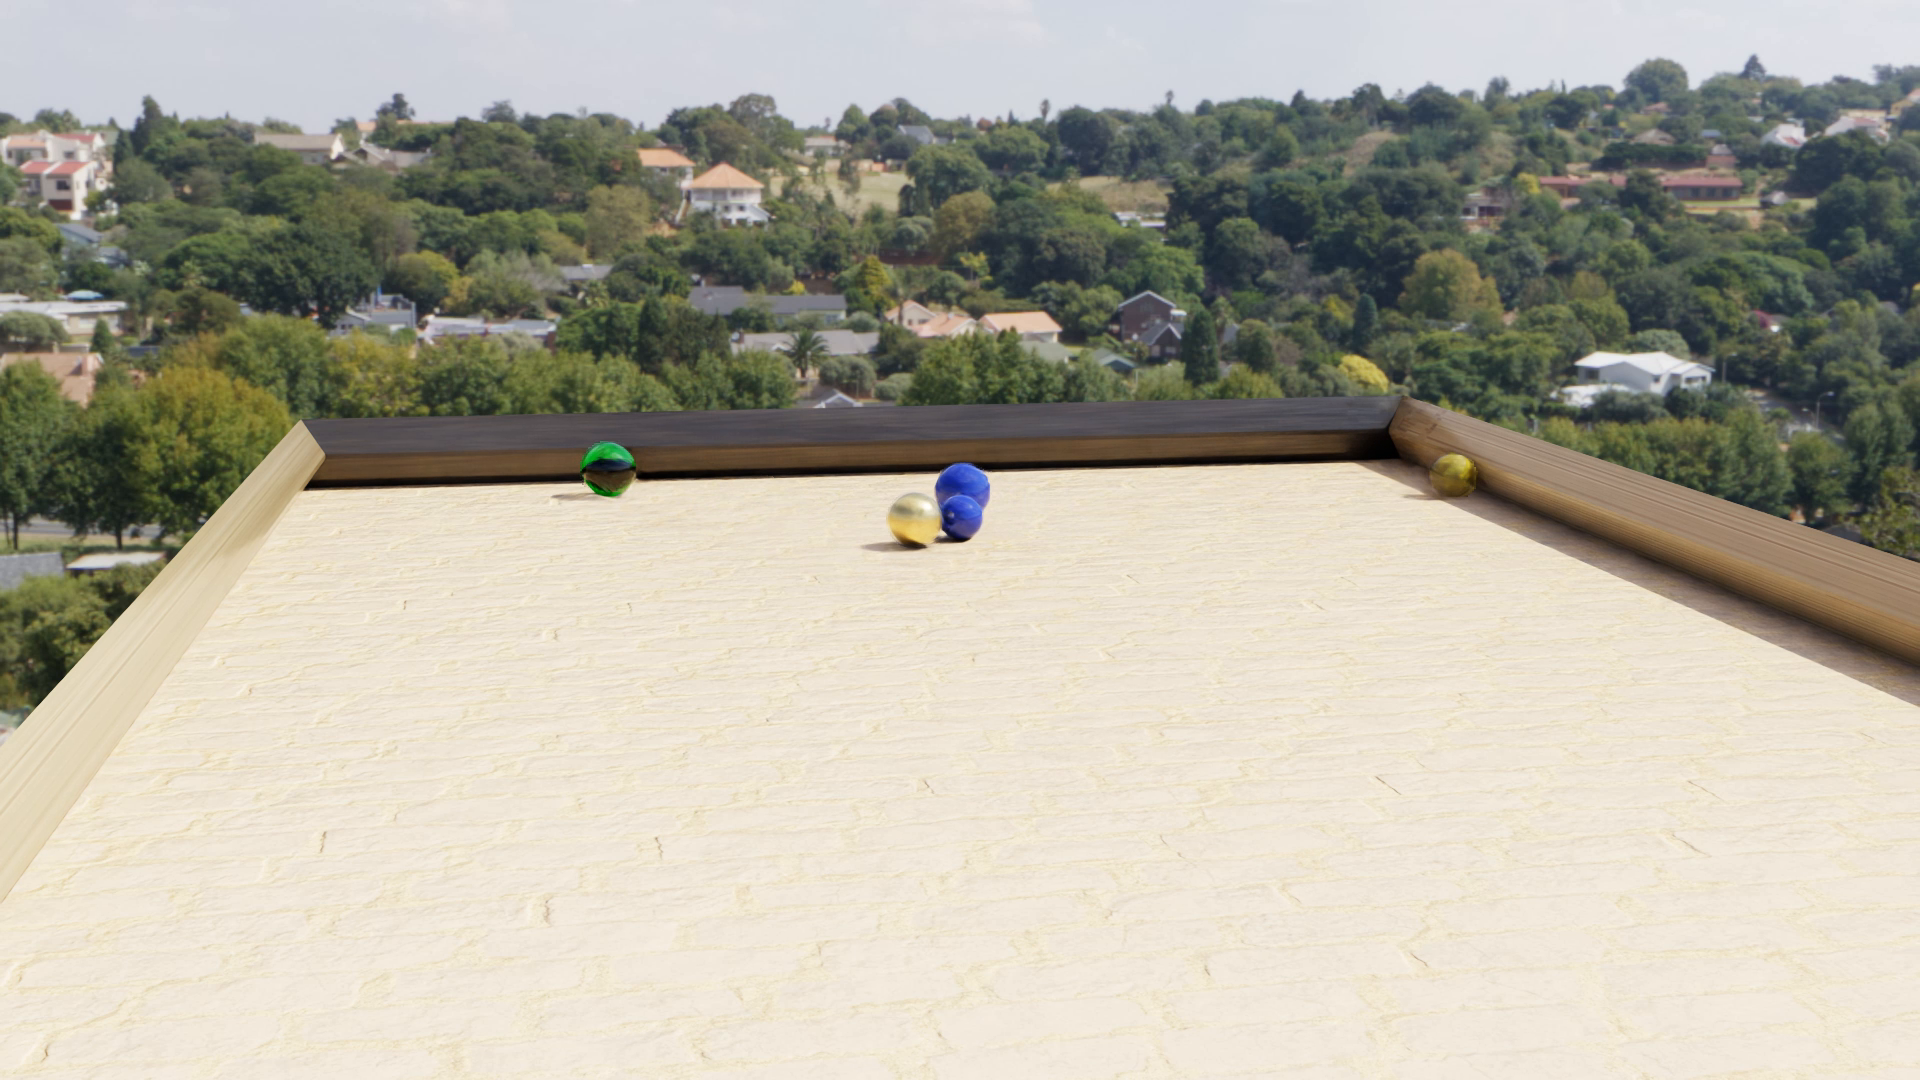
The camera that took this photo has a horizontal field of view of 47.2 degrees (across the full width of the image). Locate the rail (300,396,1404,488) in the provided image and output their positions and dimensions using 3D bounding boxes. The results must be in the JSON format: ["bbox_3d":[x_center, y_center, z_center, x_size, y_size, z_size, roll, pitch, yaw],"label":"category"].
[{"bbox_3d":[-0.151,-0.180,4.020,2.039,0.120,0.045,-2,11,-10],"label":"rail"}]

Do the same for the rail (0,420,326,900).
[{"bbox_3d":[-0.826,0.179,2.120,0.045,0.120,3.626,-2,11,-10],"label":"rail"}]

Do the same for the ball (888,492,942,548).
[{"bbox_3d":[-0.067,-0.031,3.335,0.083,0.083,0.083,0,11,0],"label":"ball"}]

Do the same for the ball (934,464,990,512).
[{"bbox_3d":[0.004,-0.078,3.559,0.092,0.092,0.092,0,11,0],"label":"ball"}]

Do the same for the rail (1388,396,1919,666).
[{"bbox_3d":[1.136,0.116,2.455,0.045,0.120,3.626,-2,11,-10],"label":"rail"}]

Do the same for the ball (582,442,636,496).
[{"bbox_3d":[-0.604,-0.121,3.786,0.093,0.093,0.093,0,11,0],"label":"ball"}]

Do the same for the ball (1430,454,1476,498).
[{"bbox_3d":[0.847,-0.111,3.778,0.076,0.076,0.076,0,11,0],"label":"ball"}]

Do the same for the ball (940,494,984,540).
[{"bbox_3d":[0.001,-0.035,3.392,0.070,0.070,0.070,0,11,0],"label":"ball"}]
